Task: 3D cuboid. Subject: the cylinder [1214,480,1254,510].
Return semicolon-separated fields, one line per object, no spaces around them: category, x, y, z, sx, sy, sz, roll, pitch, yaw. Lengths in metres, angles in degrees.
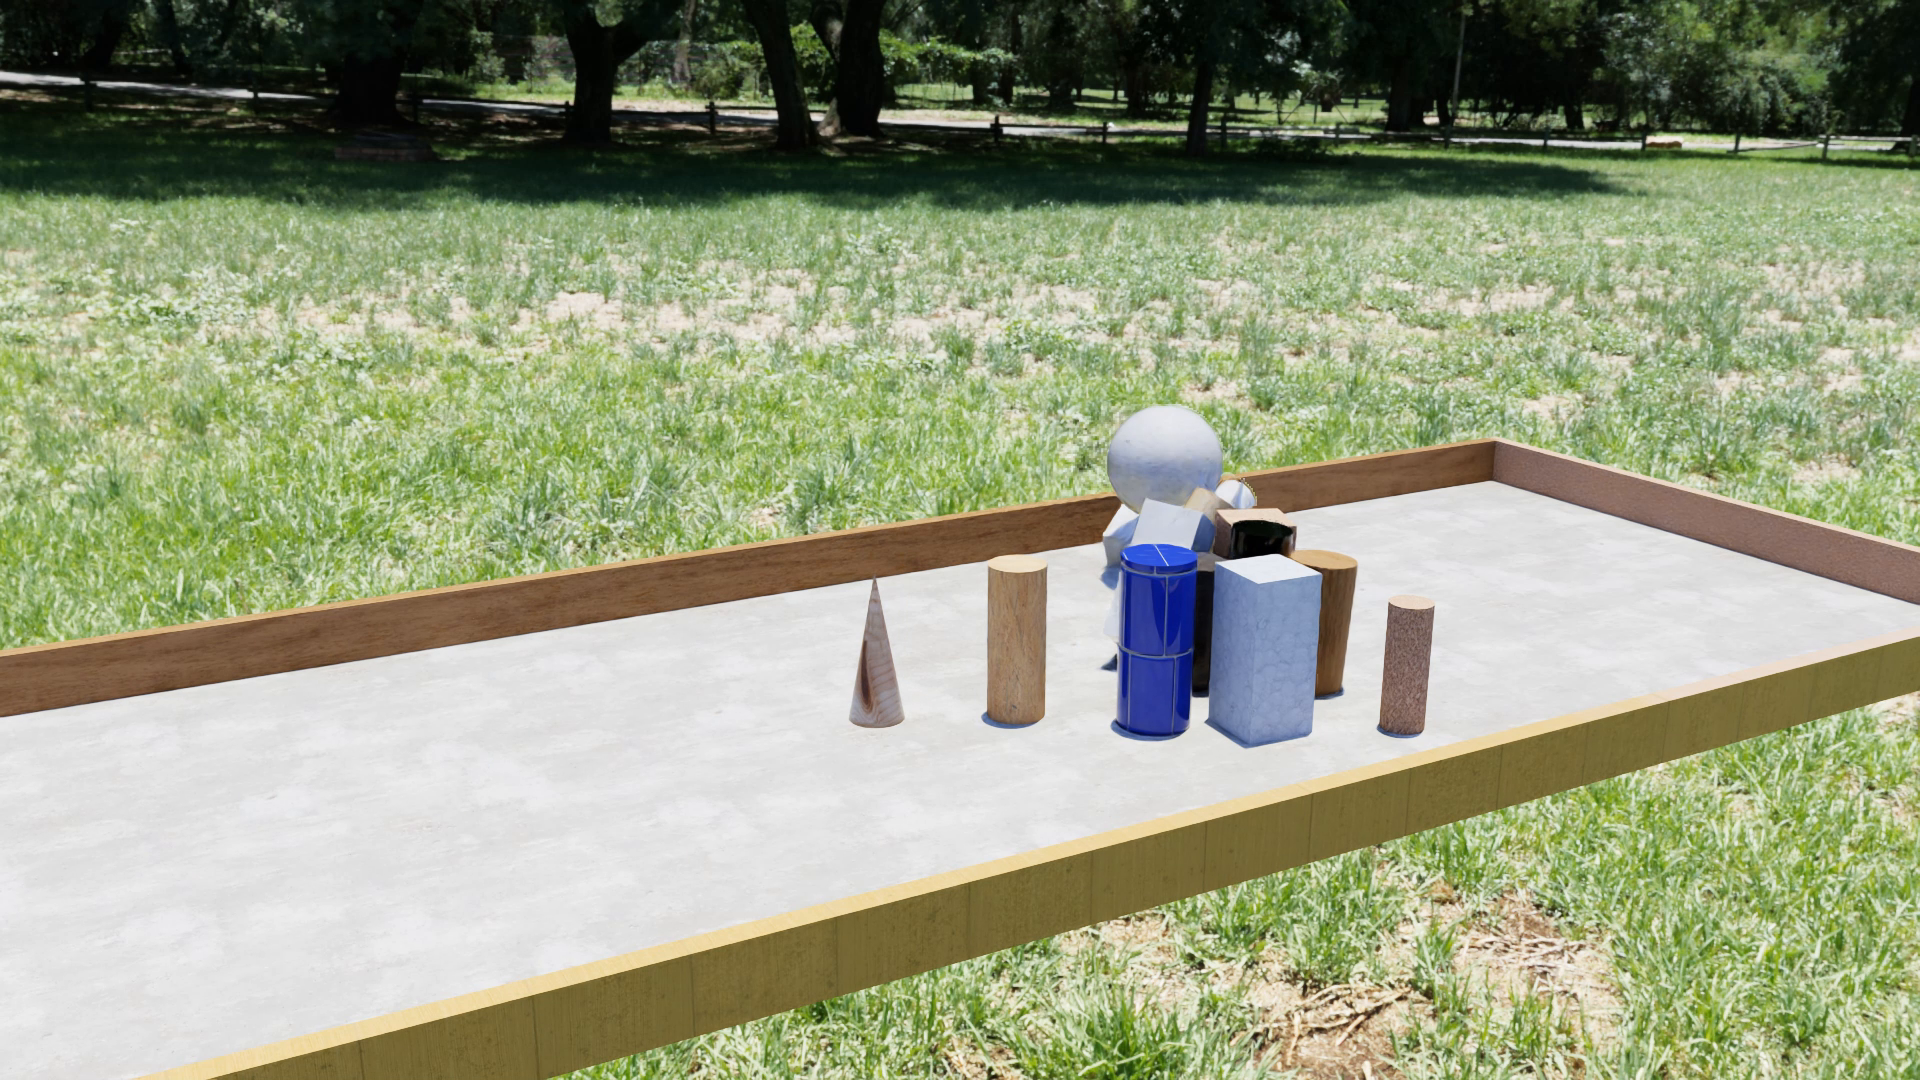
cylinder;0.743;-0.017;4.950;0.126;0.126;0.415;10;39;32

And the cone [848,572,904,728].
cone;-0.198;0.246;3.869;0.134;0.365;0.134;0;16;0

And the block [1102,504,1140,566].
block;0.569;-0.063;5.159;0.112;0.112;0.359;6;37;27

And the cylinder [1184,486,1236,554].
cylinder;0.582;0.063;4.425;0.133;0.406;0.133;33;-3;2

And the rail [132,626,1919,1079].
rail;-2.336;1.006;1.665;12.000;0.150;0.050;-9;18;-27

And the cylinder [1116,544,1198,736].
cylinder;0.456;0.232;3.834;0.176;0.413;0.176;0;16;0

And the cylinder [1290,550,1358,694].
cylinder;0.880;0.202;4.077;0.163;0.323;0.163;4;16;-1

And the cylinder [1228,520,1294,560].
cylinder;0.727;0.162;4.083;0.149;0.398;0.149;3;17;-1

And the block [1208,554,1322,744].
block;0.704;0.250;3.820;0.173;0.386;0.173;-7;18;-23

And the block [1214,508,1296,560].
block;0.764;0.115;4.320;0.168;0.361;0.168;-1;16;-6

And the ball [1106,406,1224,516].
ball;0.605;-0.227;4.871;0.342;0.342;0.342;0;16;0

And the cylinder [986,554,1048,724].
cylinder;0.134;0.235;3.890;0.139;0.375;0.139;0;16;0

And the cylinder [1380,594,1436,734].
cylinder;1.036;0.289;3.824;0.103;0.308;0.103;0;16;0

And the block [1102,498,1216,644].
block;0.518;0.104;4.271;0.157;0.368;0.157;15;-9;25

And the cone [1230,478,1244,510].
cone;0.733;0.013;4.573;0.154;0.392;0.154;12;16;-4

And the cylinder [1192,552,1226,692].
cylinder;0.580;0.202;4.086;0.141;0.317;0.141;4;19;-1

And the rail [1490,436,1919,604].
rail;2.466;-0.048;5.253;0.050;0.150;2.100;-9;18;-27

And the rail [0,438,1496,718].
rail;-3.305;0.497;3.399;12.000;0.150;0.050;-9;18;-27
